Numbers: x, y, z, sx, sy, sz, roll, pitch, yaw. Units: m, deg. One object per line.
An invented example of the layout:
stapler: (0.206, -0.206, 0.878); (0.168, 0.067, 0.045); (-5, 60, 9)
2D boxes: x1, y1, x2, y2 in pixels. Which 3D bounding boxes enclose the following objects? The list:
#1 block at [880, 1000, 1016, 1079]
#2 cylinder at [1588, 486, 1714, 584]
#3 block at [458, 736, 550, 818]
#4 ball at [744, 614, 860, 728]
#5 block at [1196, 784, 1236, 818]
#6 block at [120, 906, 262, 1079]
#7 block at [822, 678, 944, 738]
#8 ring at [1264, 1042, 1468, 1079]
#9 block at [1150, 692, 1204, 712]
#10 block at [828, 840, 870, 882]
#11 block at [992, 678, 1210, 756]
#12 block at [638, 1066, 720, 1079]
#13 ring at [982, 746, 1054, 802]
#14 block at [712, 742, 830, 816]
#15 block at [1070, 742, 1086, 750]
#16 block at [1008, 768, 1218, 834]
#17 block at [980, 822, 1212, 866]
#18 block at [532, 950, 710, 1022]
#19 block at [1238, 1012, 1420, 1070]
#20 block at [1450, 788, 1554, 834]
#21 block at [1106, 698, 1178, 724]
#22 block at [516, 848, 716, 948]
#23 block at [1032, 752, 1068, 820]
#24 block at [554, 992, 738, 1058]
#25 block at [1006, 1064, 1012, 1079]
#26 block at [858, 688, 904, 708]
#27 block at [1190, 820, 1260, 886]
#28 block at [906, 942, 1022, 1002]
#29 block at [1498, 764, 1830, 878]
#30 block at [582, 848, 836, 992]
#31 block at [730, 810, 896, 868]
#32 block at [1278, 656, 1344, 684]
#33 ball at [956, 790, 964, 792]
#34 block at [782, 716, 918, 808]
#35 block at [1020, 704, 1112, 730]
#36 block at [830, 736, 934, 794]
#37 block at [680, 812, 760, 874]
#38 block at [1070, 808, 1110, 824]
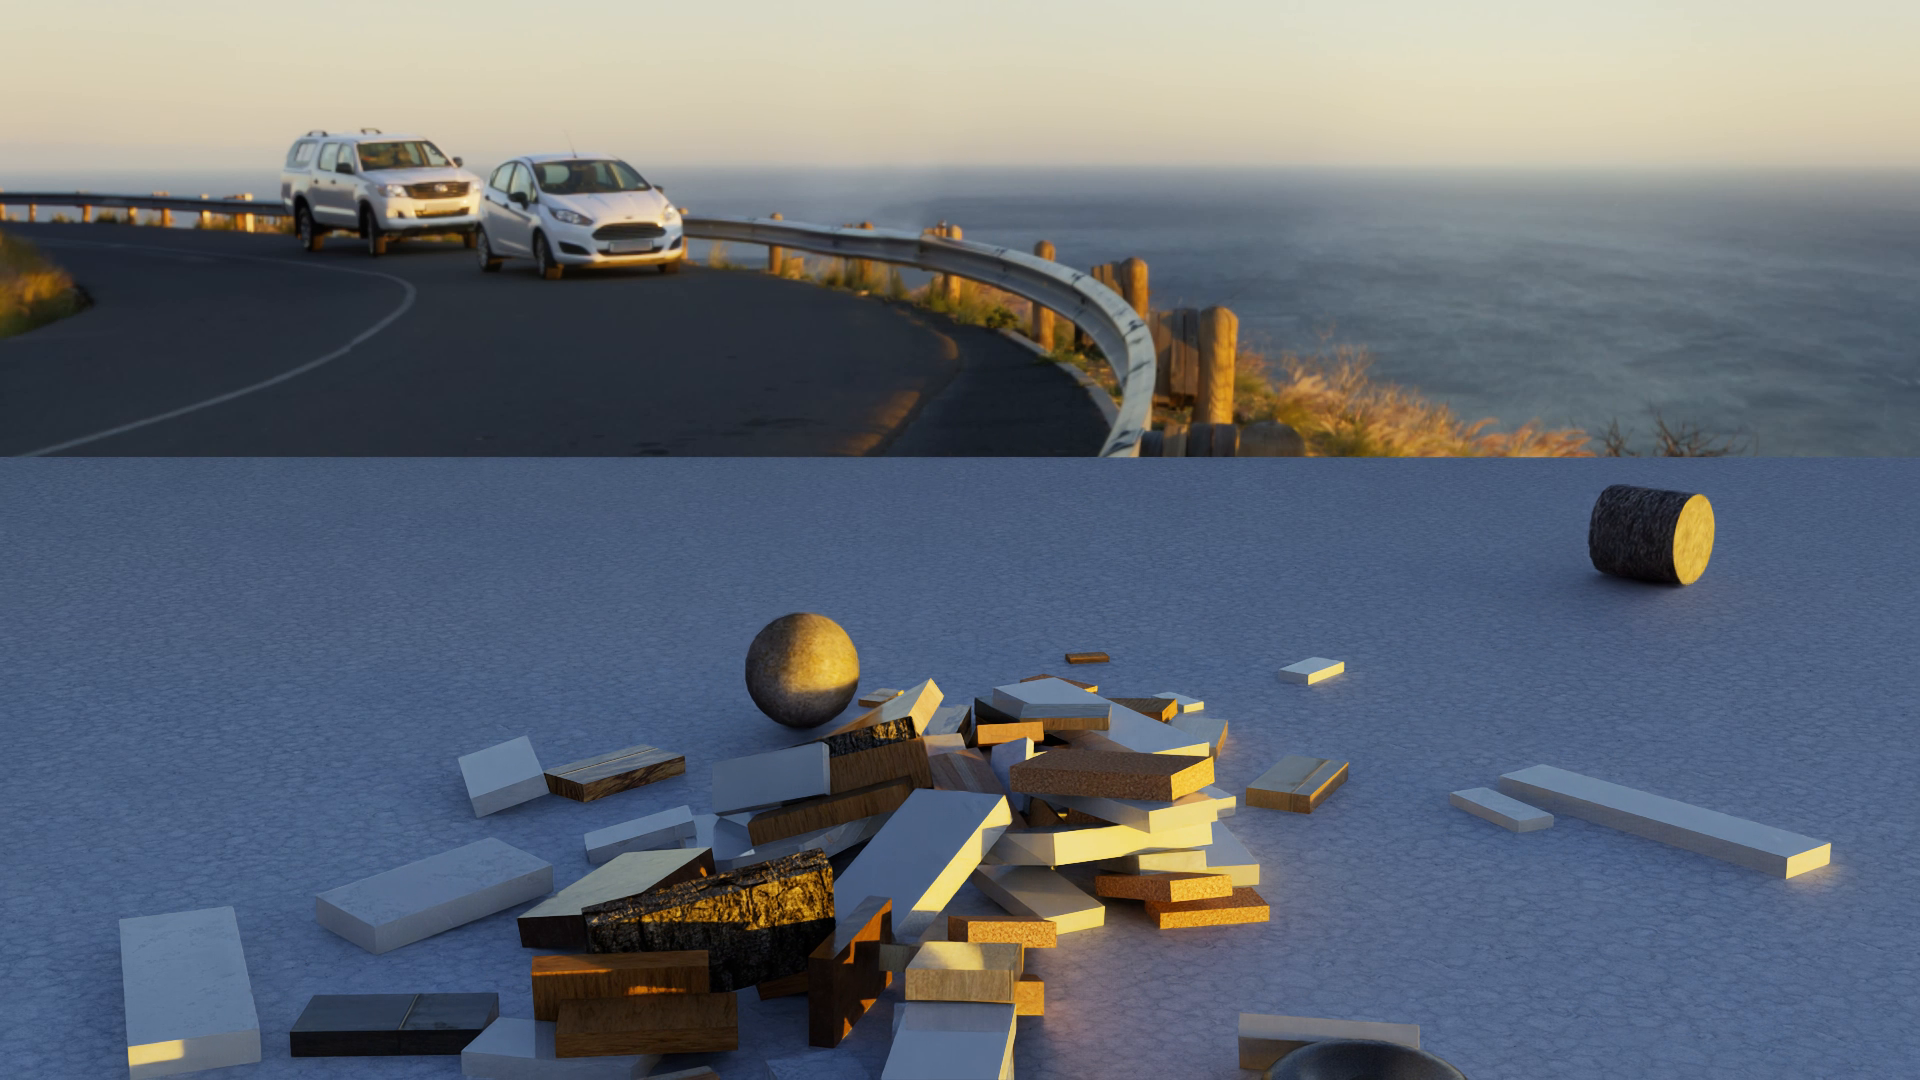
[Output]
block: (-0.013, 0.615, 2.600); (0.134, 0.038, 0.267); (1, 11, 7)
cylinder: (1.960, -0.016, 6.236); (0.253, 0.253, 0.253); (10, 14, 42)
block: (-0.877, 0.451, 4.214); (0.140, 0.040, 0.280); (-19, 15, -14)
ball: (-0.335, 0.278, 4.679); (0.245, 0.245, 0.245); (0, 11, 0)
block: (0.373, 0.472, 4.209); (0.125, 0.035, 0.347); (-6, 12, -29)
block: (-1.130, 0.651, 3.210); (0.169, 0.048, 0.520); (-4, 11, -21)
block: (-0.182, 0.379, 4.170); (0.307, 0.043, 0.153); (-30, 13, 27)
ring: (0.510, 0.713, 2.754); (0.283, 0.094, 0.283); (-1, 12, 0)
block: (0.480, 0.359, 4.870); (0.056, 0.016, 0.112); (-7, 13, -35)
block: (-0.167, 0.550, 3.671); (0.247, 0.035, 0.123); (-14, 17, -21)
block: (0.271, 0.366, 4.367); (0.153, 0.043, 0.526); (-7, 14, -31)
block: (-0.438, 0.735, 2.795); (0.295, 0.035, 0.123); (-5, 12, -26)
ring: (0.117, 0.455, 4.159); (0.264, 0.088, 0.264); (-1, 10, 0)
block: (-0.338, 0.428, 3.932); (0.221, 0.095, 0.027); (-12, -24, 19)
block: (0.261, 0.439, 4.170); (0.022, 0.077, 0.155); (-43, 18, 1)
block: (0.252, 0.432, 3.747); (0.129, 0.036, 0.467); (-7, 6, -27)
block: (0.227, 0.499, 3.672); (0.390, 0.050, 0.177); (1, -6, -44)
block: (-0.472, 0.636, 3.076); (0.242, 0.121, 0.034); (-1, 29, -6)
block: (0.489, 0.675, 2.926); (0.233, 0.033, 0.117); (2, -33, 10)
block: (1.005, 0.501, 4.086); (0.081, 0.023, 0.196); (-5, 12, -25)
block: (0.345, 0.369, 4.717); (0.218, 0.031, 0.109); (-1, 11, 22)
block: (-0.548, 0.574, 3.548); (0.169, 0.048, 0.337); (-7, 7, 22)
block: (0.181, 0.460, 4.030); (0.077, 0.022, 0.155); (-5, 56, -25)
block: (-0.425, 0.661, 3.003); (0.242, 0.034, 0.121); (-1, 11, -6)
block: (0.001, 0.647, 2.623); (0.117, 0.033, 0.233); (0, 11, -1)
block: (-0.176, 0.353, 4.903); (0.056, 0.016, 0.112); (5, 12, 24)
block: (0.423, 0.544, 3.822); (0.125, 0.035, 0.249); (-2, 11, -9)
block: (0.009, 0.562, 2.875); (0.134, 0.038, 0.318); (0, -4, 4)
block: (1.271, 0.507, 4.016); (0.131, 0.037, 0.612); (-8, 13, -37)
block: (-0.355, 0.568, 3.156); (0.354, 0.177, 0.050); (-12, 31, -18)
block: (-0.240, 0.513, 3.781); (0.140, 0.040, 0.378); (-15, -1, 23)
block: (0.821, 0.305, 5.141); (0.081, 0.023, 0.162); (8, 13, 39)
ball: (0.001, 0.501, 3.758); (0.143, 0.143, 0.143); (0, 11, 0)
block: (-0.198, 0.414, 3.956); (0.262, 0.131, 0.037); (-15, -26, 2)
block: (0.207, 0.345, 4.301); (0.172, 0.024, 0.086); (-1, 14, 8)
block: (-0.148, 0.419, 3.910); (0.190, 0.095, 0.027); (-13, -26, 2)
block: (-0.420, 0.537, 3.856); (0.129, 0.036, 0.257); (-2, 11, -12)
block: (0.262, 0.477, 3.893); (0.091, 0.026, 0.306); (-5, -5, 11)
